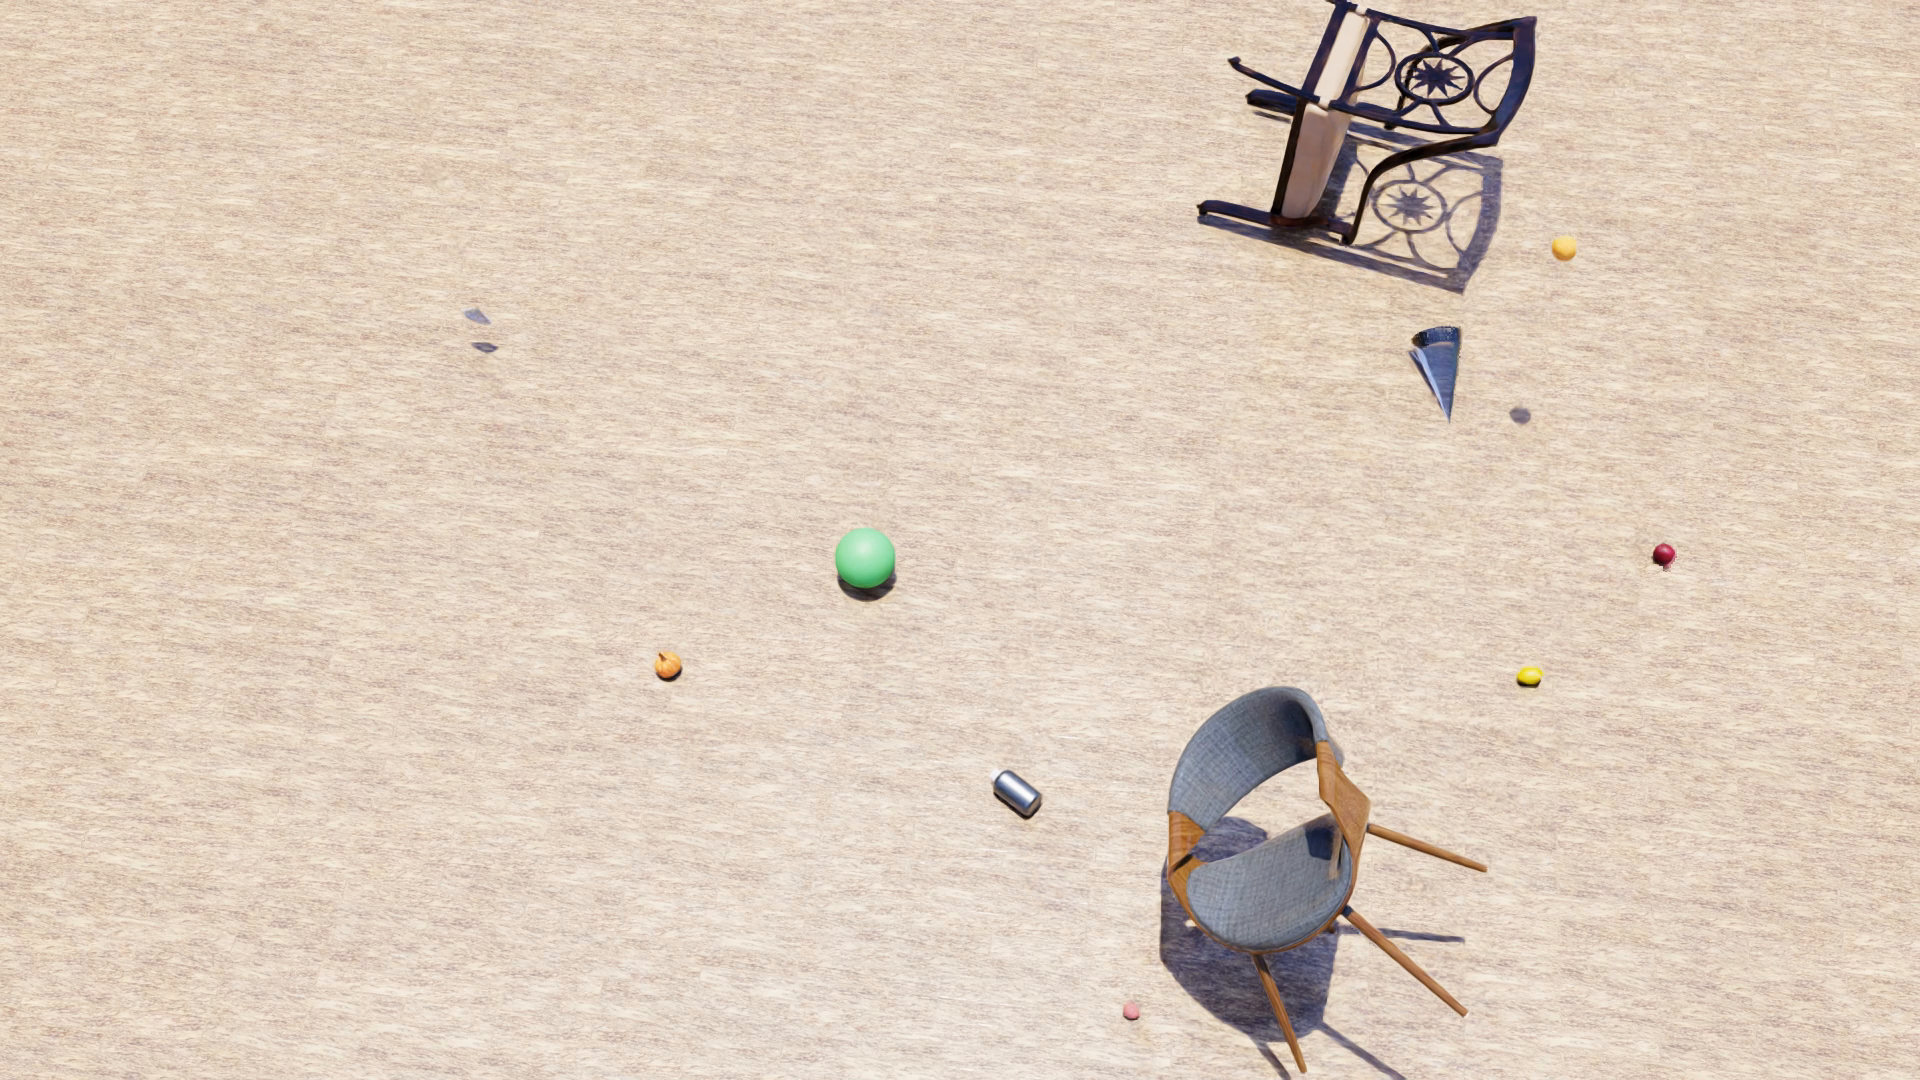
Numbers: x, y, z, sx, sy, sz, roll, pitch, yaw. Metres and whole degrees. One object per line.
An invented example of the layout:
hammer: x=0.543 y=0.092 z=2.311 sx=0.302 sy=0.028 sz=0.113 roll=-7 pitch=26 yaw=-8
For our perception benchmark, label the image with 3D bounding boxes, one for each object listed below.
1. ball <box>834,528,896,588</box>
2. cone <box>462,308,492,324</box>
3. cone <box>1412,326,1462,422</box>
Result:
ball: x=-0.277 y=0.052 z=6.431 sx=0.178 sy=0.178 sz=0.178 roll=0 pitch=56 yaw=0
cone: x=-1.502 y=-0.708 z=6.837 sx=0.099 sy=0.090 sz=0.035 roll=24 pitch=74 yaw=-9
cone: x=1.509 y=-0.499 z=6.864 sx=0.162 sy=0.148 sz=0.299 roll=-15 pitch=68 yaw=28
